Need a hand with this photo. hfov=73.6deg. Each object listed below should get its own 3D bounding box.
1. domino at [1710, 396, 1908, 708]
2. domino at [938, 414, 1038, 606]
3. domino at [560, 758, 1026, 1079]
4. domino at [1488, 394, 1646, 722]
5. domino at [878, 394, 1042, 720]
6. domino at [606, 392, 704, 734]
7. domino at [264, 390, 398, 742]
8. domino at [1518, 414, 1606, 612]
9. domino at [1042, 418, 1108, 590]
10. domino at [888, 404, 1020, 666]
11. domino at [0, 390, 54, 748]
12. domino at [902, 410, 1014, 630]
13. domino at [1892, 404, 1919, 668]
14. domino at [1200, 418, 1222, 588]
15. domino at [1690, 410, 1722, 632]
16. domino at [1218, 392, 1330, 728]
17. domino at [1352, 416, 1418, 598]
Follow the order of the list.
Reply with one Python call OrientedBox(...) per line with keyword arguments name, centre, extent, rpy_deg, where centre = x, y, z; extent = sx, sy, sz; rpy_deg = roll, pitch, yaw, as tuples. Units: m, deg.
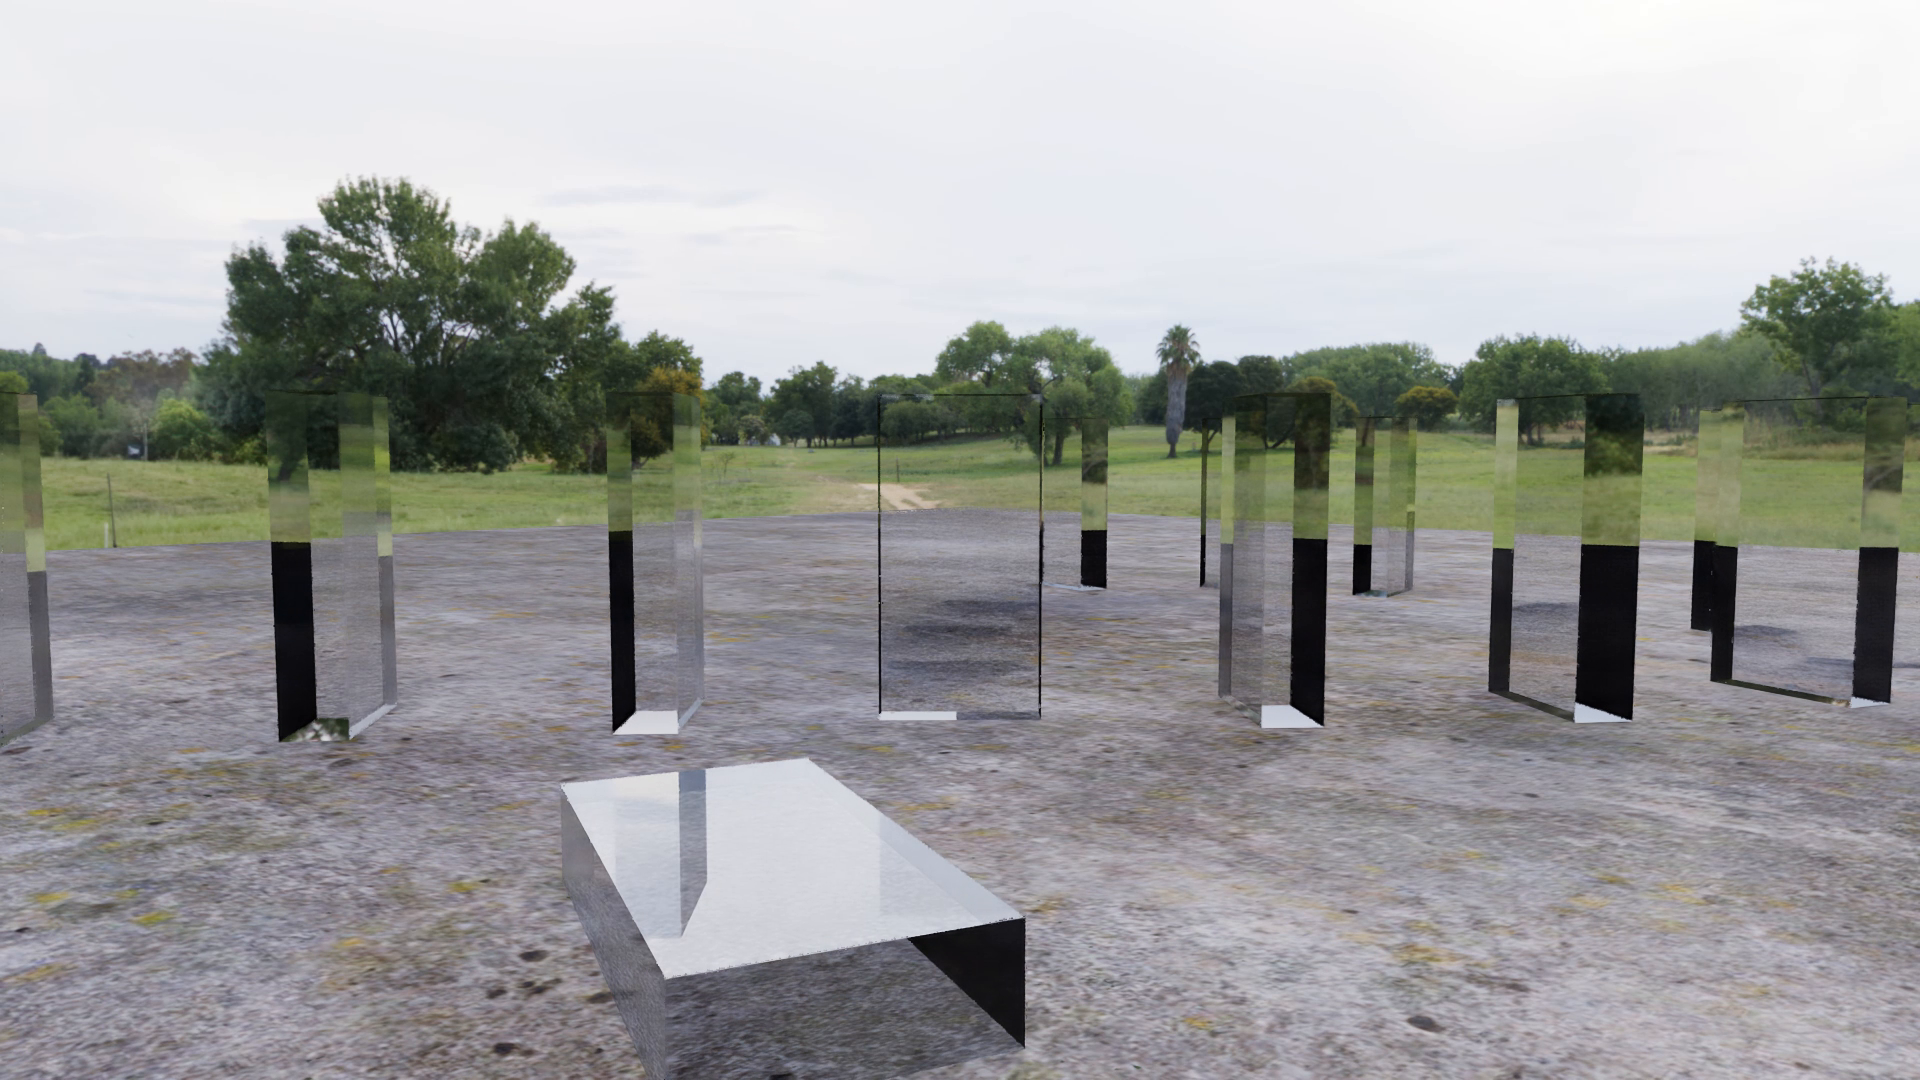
OrientedBox(name="domino", centre=(0.144, 0.001, 0.218), extent=(0.009, 0.050, 0.025), rpy_deg=(-2, 5, -21))
OrientedBox(name="domino", centre=(0.008, -0.008, 0.344), extent=(0.025, 0.050, 0.010), rpy_deg=(1, 4, 16))
OrientedBox(name="domino", centre=(-0.017, 0.030, 0.108), extent=(0.025, 0.010, 0.050), rpy_deg=(-2, 5, -24))
OrientedBox(name="domino", centre=(0.097, 0.002, 0.207), extent=(0.009, 0.050, 0.025), rpy_deg=(-1, 4, -7))
OrientedBox(name="domino", centre=(0.000, 0.002, 0.201), extent=(0.025, 0.050, 0.009), rpy_deg=(0, 4, 0))
OrientedBox(name="domino", centre=(-0.047, 0.003, 0.199), extent=(0.010, 0.050, 0.025), rpy_deg=(0, 4, -2))
OrientedBox(name="domino", centre=(-0.095, 0.003, 0.194), extent=(0.010, 0.050, 0.025), rpy_deg=(-1, 4, -9))
OrientedBox(name="domino", centre=(0.156, -0.007, 0.334), extent=(0.025, 0.050, 0.010), rpy_deg=(-4, 6, -40))
OrientedBox(name="domino", centre=(0.033, -0.011, 0.383), extent=(0.010, 0.050, 0.025), rpy_deg=(-3, 5, -32))
OrientedBox(name="domino", centre=(-0.001, -0.001, 0.249), extent=(0.025, 0.050, 0.010), rpy_deg=(0, 4, -1))
OrientedBox(name="domino", centre=(-0.141, 0.004, 0.184), extent=(0.009, 0.050, 0.025), rpy_deg=(-1, 5, -18))
OrientedBox(name="domino", centre=(0.000, -0.005, 0.297), extent=(0.025, 0.050, 0.010), rpy_deg=(0, 4, 4))
OrientedBox(name="domino", centre=(0.181, -0.001, 0.246), extent=(0.025, 0.050, 0.009), rpy_deg=(2, 5, 28))
OrientedBox(name="domino", centre=(0.079, -0.012, 0.388), extent=(0.010, 0.050, 0.025), rpy_deg=(1, 4, 16))
OrientedBox(name="domino", centre=(0.181, -0.004, 0.293), extent=(0.025, 0.050, 0.010), rpy_deg=(-1, 5, -19))
OrientedBox(name="domino", centre=(0.049, 0.002, 0.203), extent=(0.009, 0.050, 0.025), rpy_deg=(0, 4, -3))
OrientedBox(name="domino", centre=(0.121, -0.010, 0.366), extent=(0.009, 0.050, 0.025), rpy_deg=(3, 5, 35))
